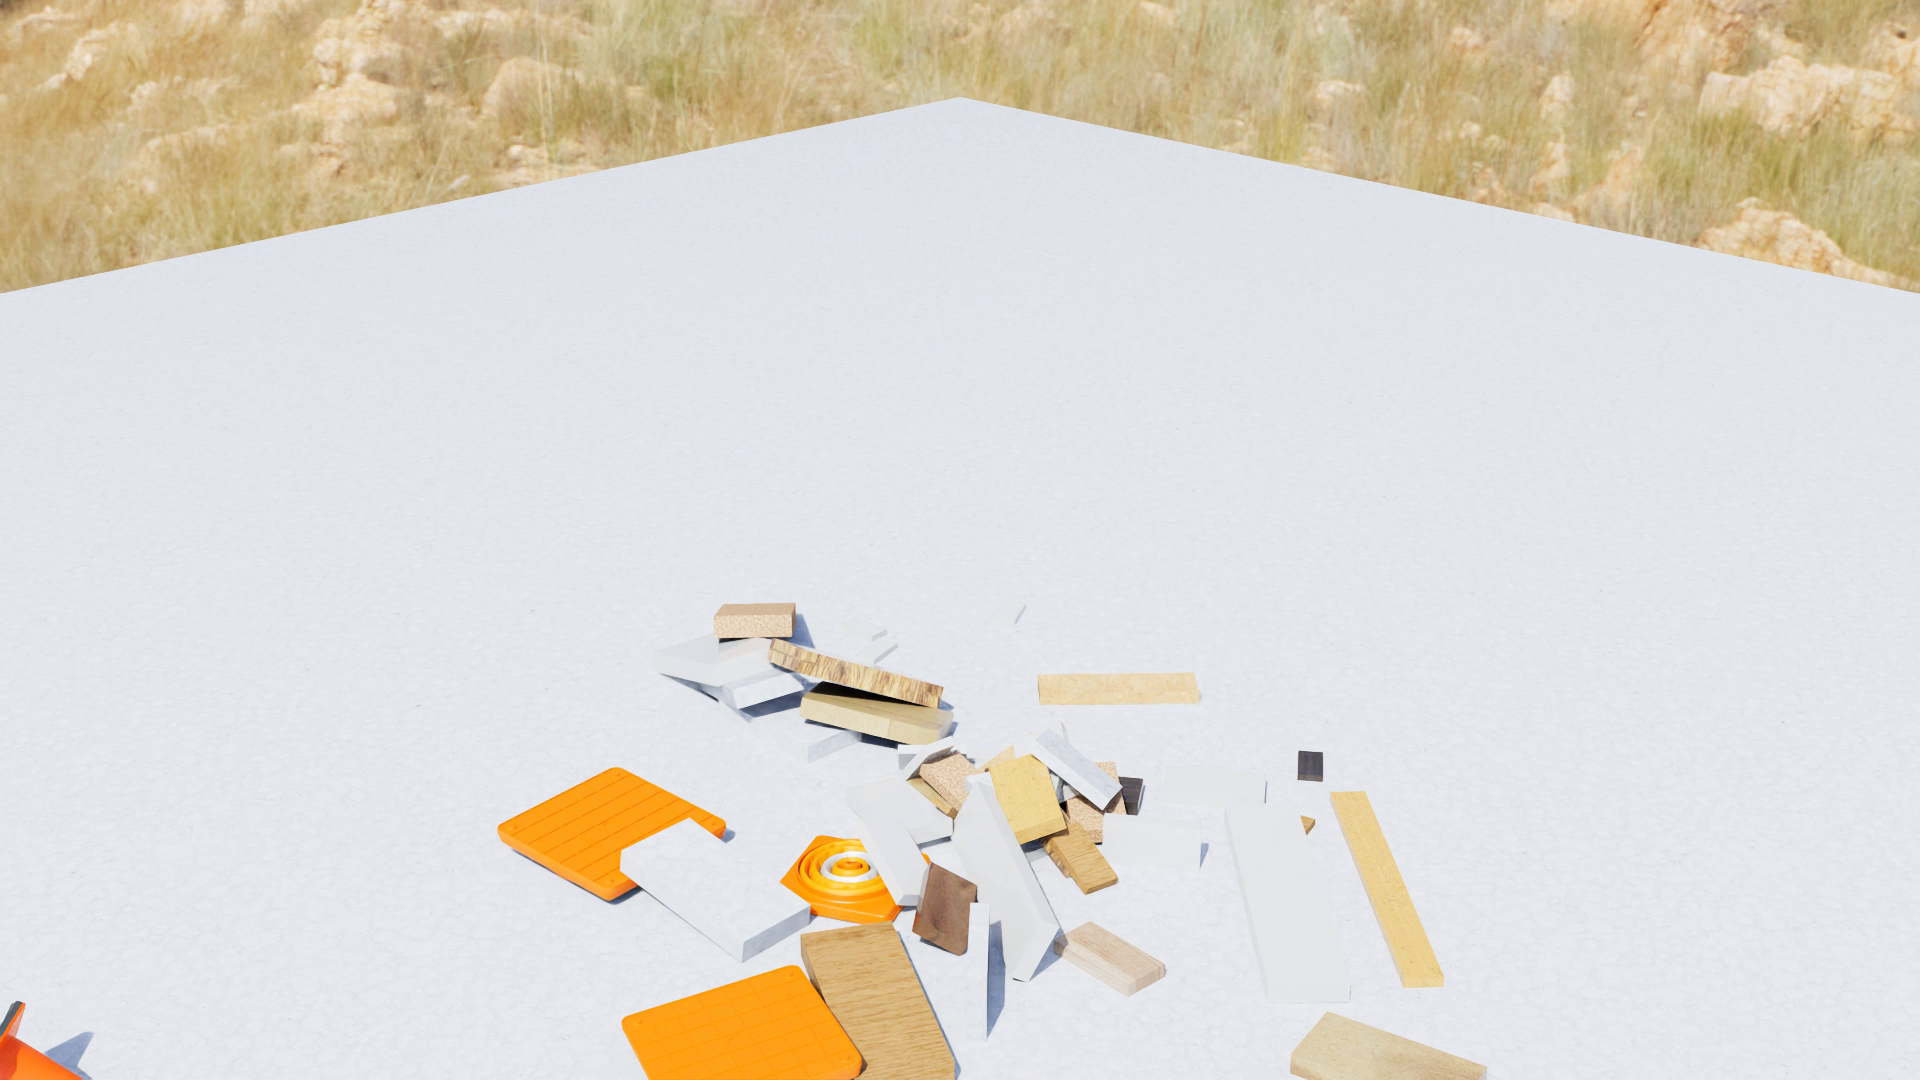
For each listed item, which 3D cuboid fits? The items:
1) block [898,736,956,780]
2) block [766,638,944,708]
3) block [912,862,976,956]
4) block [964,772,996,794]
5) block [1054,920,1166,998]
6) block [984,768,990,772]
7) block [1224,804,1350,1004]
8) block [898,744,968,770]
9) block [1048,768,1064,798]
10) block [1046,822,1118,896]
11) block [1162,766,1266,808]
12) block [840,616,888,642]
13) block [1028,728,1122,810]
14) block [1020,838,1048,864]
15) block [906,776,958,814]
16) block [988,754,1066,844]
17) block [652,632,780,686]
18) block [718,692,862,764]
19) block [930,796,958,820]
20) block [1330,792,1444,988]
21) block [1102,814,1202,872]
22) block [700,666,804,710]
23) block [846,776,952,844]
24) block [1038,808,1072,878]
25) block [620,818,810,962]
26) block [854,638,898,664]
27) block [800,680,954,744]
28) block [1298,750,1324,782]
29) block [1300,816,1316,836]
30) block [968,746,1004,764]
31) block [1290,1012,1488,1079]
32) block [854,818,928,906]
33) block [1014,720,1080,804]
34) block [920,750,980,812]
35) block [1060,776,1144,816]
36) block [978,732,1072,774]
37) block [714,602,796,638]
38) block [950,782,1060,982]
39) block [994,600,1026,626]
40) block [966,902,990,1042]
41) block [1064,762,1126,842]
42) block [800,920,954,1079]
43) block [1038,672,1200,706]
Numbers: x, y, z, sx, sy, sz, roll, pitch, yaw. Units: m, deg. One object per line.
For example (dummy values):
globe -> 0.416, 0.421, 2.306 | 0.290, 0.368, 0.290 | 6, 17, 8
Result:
block -> -0.070, 0.455, 4.531 | 0.072, 0.143, 0.020 | -17, 68, -35
block -> -0.228, 0.290, 4.782 | 0.347, 0.049, 0.174 | 17, -2, -27
block -> -0.028, 0.680, 4.062 | 0.099, 0.028, 0.199 | 28, 24, -7
block -> 0.095, 0.526, 4.363 | 0.094, 0.027, 0.188 | -10, 35, -27
block -> 0.267, 0.752, 3.954 | 0.095, 0.027, 0.189 | -19, 30, -38
block -> 0.086, 0.506, 4.506 | 0.014, 0.048, 0.095 | -18, 29, -35
block -> 0.604, 0.668, 4.113 | 0.143, 0.041, 0.600 | -1, 24, -1
block -> -0.057, 0.455, 4.598 | 0.143, 0.072, 0.020 | 0, 56, 0
block -> 0.167, 0.479, 4.384 | 0.073, 0.021, 0.146 | -10, 26, 17
block -> 0.234, 0.610, 4.223 | 0.073, 0.021, 0.146 | -14, 51, -30
block -> 0.522, 0.511, 4.520 | 0.207, 0.029, 0.103 | 4, 23, 9
block -> -0.231, 0.213, 5.240 | 0.106, 0.015, 0.053 | 19, 29, 37
block -> 0.229, 0.454, 4.371 | 0.189, 0.027, 0.094 | 38, 20, 9
block -> 0.108, 0.565, 4.352 | 0.094, 0.027, 0.188 | -16, 38, -34
block -> -0.043, 0.521, 4.506 | 0.072, 0.020, 0.143 | -18, 29, -36
block -> 0.131, 0.503, 4.299 | 0.112, 0.032, 0.223 | -19, 30, 1
block -> -0.540, 0.264, 4.930 | 0.174, 0.049, 0.347 | -17, 10, -28
block -> -0.371, 0.391, 4.785 | 0.151, 0.043, 0.302 | -20, 30, -39
block -> -0.020, 0.542, 4.372 | 0.048, 0.095, 0.014 | 35, 83, 33
block -> 0.807, 0.653, 4.195 | 0.072, 0.020, 0.665 | -1, 23, -2
block -> 0.372, 0.586, 4.260 | 0.189, 0.095, 0.027 | 4, 23, 10
block -> -0.465, 0.309, 4.846 | 0.151, 0.043, 0.302 | -16, 10, -20
block -> -0.124, 0.544, 4.405 | 0.121, 0.034, 0.243 | -11, 20, -25
block -> 0.198, 0.583, 4.272 | 0.073, 0.021, 0.146 | -18, 56, -32
block -> -0.458, 0.648, 4.099 | 0.337, 0.048, 0.169 | 29, 35, 33
block -> -0.196, 0.260, 5.128 | 0.053, 0.015, 0.106 | 12, 26, 27
block -> -0.178, 0.376, 4.731 | 0.302, 0.043, 0.151 | 13, 13, 11
block -> 0.736, 0.475, 4.622 | 0.052, 0.015, 0.104 | 3, 23, 8
block -> 0.664, 0.578, 4.379 | 0.052, 0.015, 0.104 | 13, 26, 27
block -> 0.044, 0.456, 4.668 | 0.095, 0.014, 0.048 | 2, 23, 5
block -> 0.709, 0.878, 3.640 | 0.286, 0.041, 0.143 | 14, 27, 30
block -> -0.115, 0.609, 4.166 | 0.099, 0.028, 0.199 | 8, 34, -39
block -> 0.174, 0.465, 4.491 | 0.112, 0.032, 0.223 | -27, 28, 11
block -> 0.014, 0.507, 4.469 | 0.094, 0.027, 0.188 | -19, 45, -36
block -> 0.267, 0.517, 4.504 | 0.207, 0.029, 0.104 | 4, 23, 10
block -> 0.135, 0.469, 4.617 | 0.103, 0.029, 0.207 | 15, 27, 32
block -> -0.473, 0.185, 5.112 | 0.174, 0.049, 0.347 | -1, 3, -3
block -> 0.076, 0.630, 4.117 | 0.034, 0.122, 0.515 | 22, 16, -21
block -> 0.121, 0.177, 5.325 | 0.053, 0.015, 0.106 | 7, 24, 15
block -> 0.032, 0.751, 3.835 | 0.034, 0.122, 0.243 | 1, 23, 2
block -> 0.269, 0.526, 4.416 | 0.112, 0.032, 0.223 | -3, 30, -3
block -> -0.149, 0.806, 3.800 | 0.169, 0.048, 0.437 | -6, 24, -14
block -> 0.354, 0.334, 4.937 | 0.355, 0.028, 0.099 | -1, 22, -1
